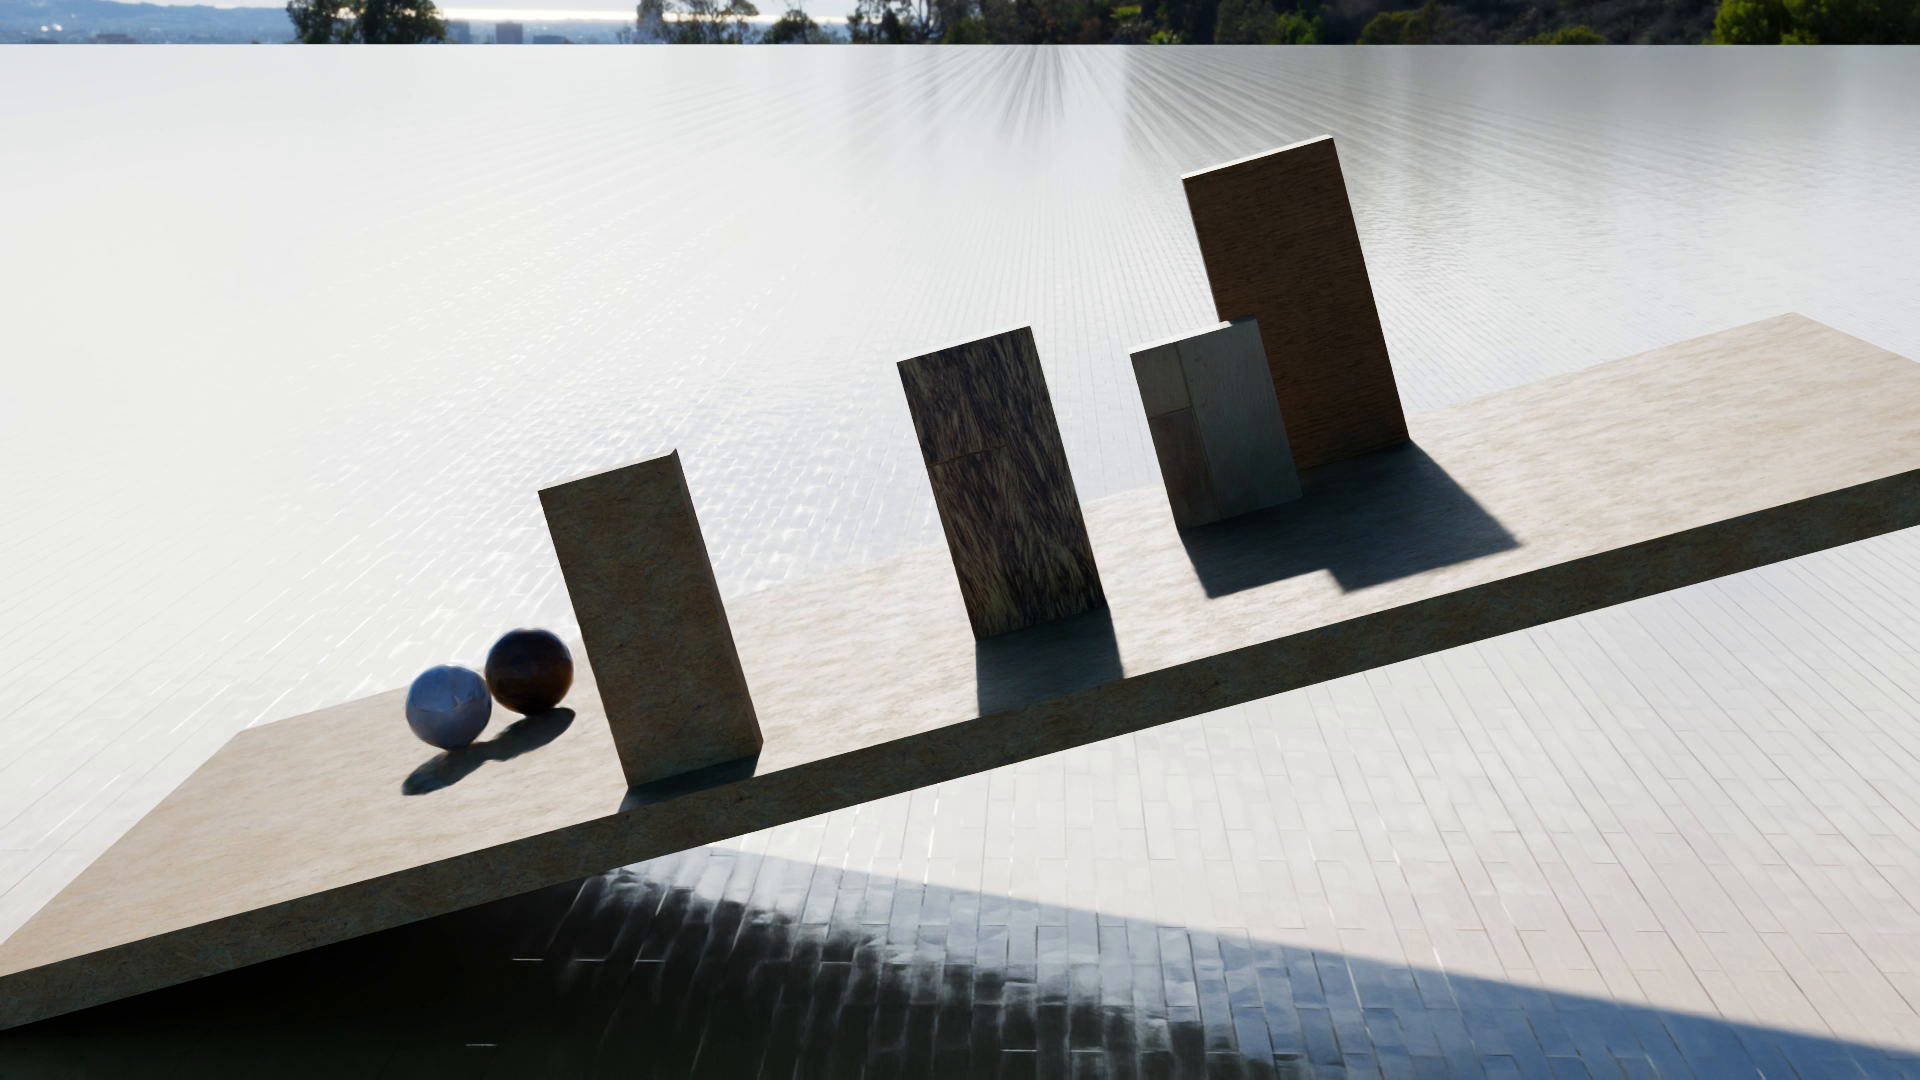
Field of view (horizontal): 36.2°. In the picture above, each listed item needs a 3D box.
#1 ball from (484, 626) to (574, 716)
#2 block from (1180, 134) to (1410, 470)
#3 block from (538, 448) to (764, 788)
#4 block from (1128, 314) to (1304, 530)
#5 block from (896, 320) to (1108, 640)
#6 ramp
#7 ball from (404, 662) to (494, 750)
[{"bbox_3d":[-0.958,0.289,6.543,0.200,0.200,0.200,0,10,0],"label":"ball"},{"bbox_3d":[0.786,-0.546,6.903,0.357,0.730,0.142,-15,9,4],"label":"block"},{"bbox_3d":[-0.582,0.147,5.556,0.260,0.590,0.089,-15,9,4],"label":"block"},{"bbox_3d":[0.571,-0.263,6.584,0.290,0.413,0.113,-15,9,4],"label":"block"},{"bbox_3d":[0.087,-0.122,6.009,0.280,0.594,0.111,-15,9,4],"label":"block"},{"bbox_3d":[0.084,0.190,6.326,4.000,0.100,2.000,-15,9,4],"label":"ramp"},{"bbox_3d":[-1.114,0.362,6.412,0.190,0.190,0.190,0,10,0],"label":"ball"}]
